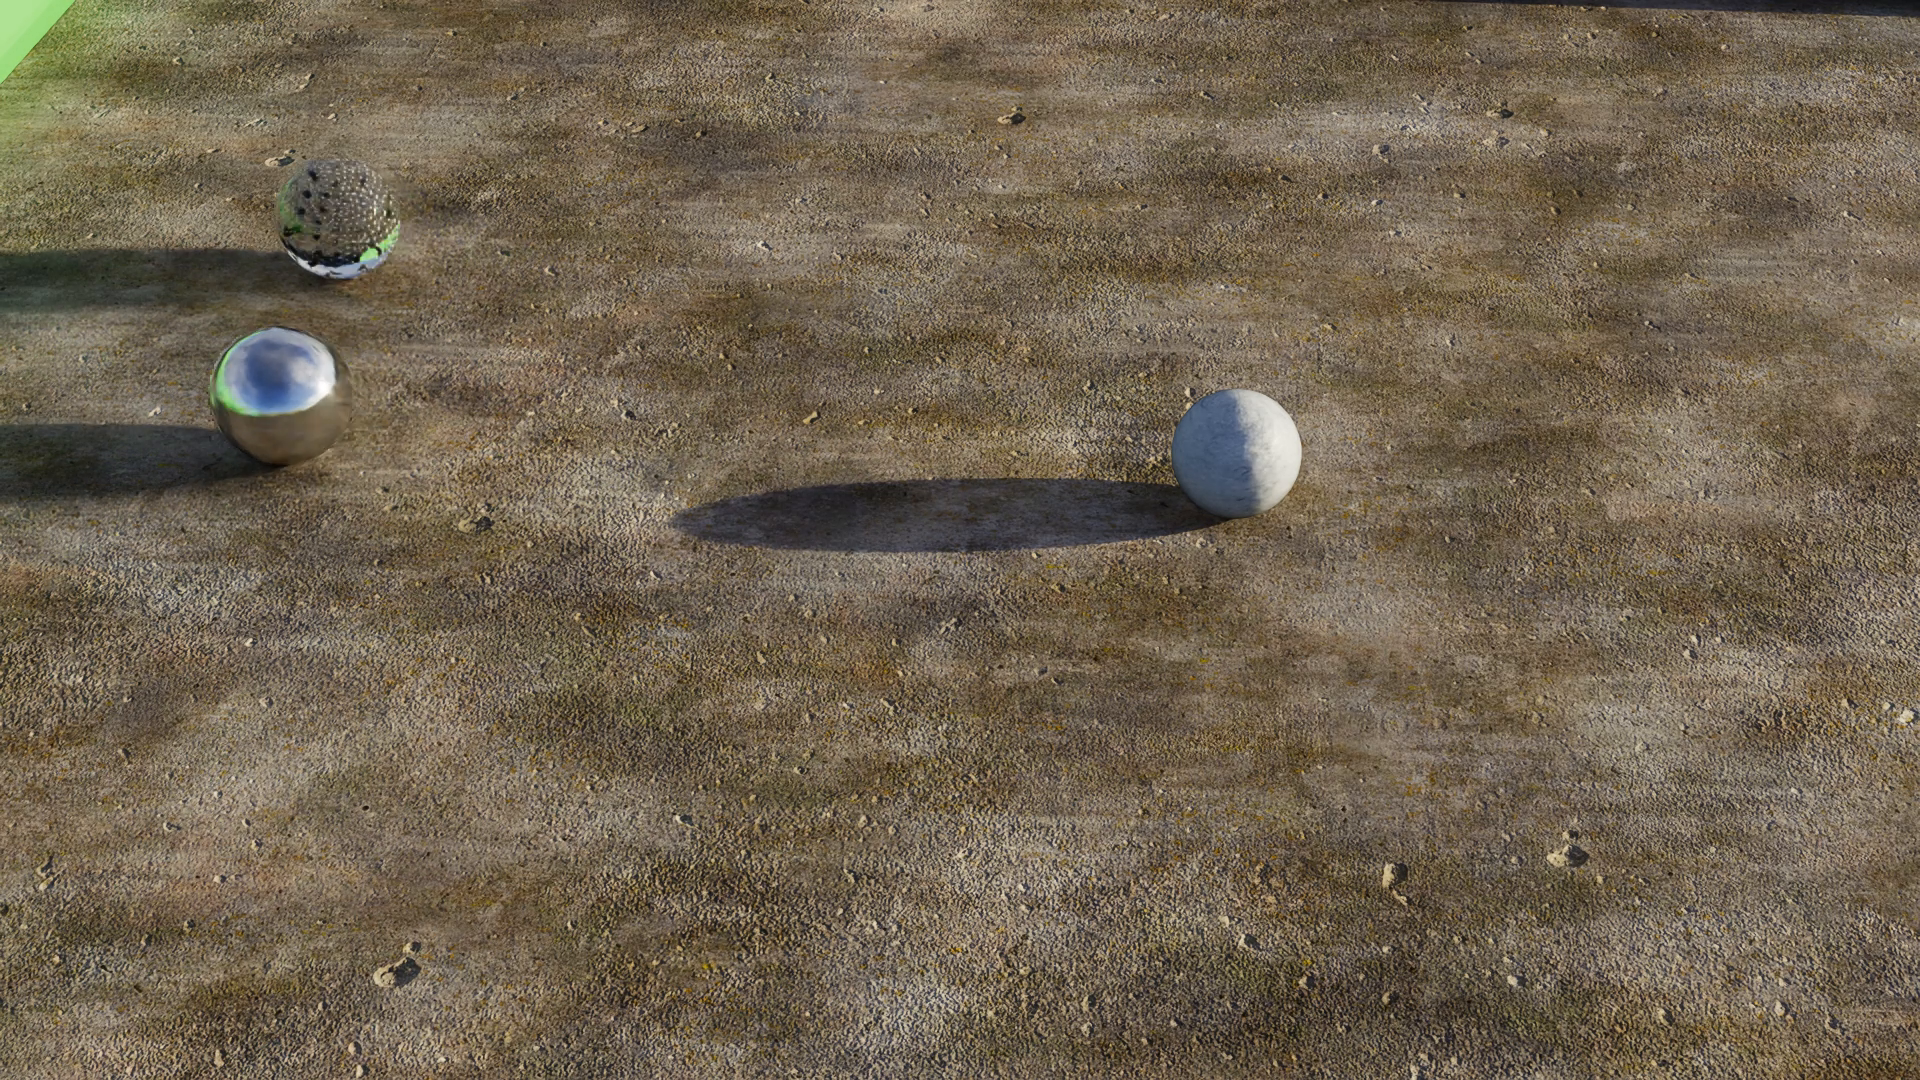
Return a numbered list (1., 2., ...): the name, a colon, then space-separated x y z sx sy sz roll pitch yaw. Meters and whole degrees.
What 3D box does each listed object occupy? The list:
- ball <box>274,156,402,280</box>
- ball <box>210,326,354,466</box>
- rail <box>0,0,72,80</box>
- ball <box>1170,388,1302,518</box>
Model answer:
1. ball: -0.498 -0.258 2.056 0.099 0.099 0.099 0 35 0
2. ball: -0.485 -0.103 1.838 0.100 0.100 0.100 0 35 0
3. rail: -0.925 -0.062 1.752 0.045 0.130 2.193 3 36 4
4. ball: 0.192 -0.060 1.785 0.091 0.091 0.091 0 35 0
